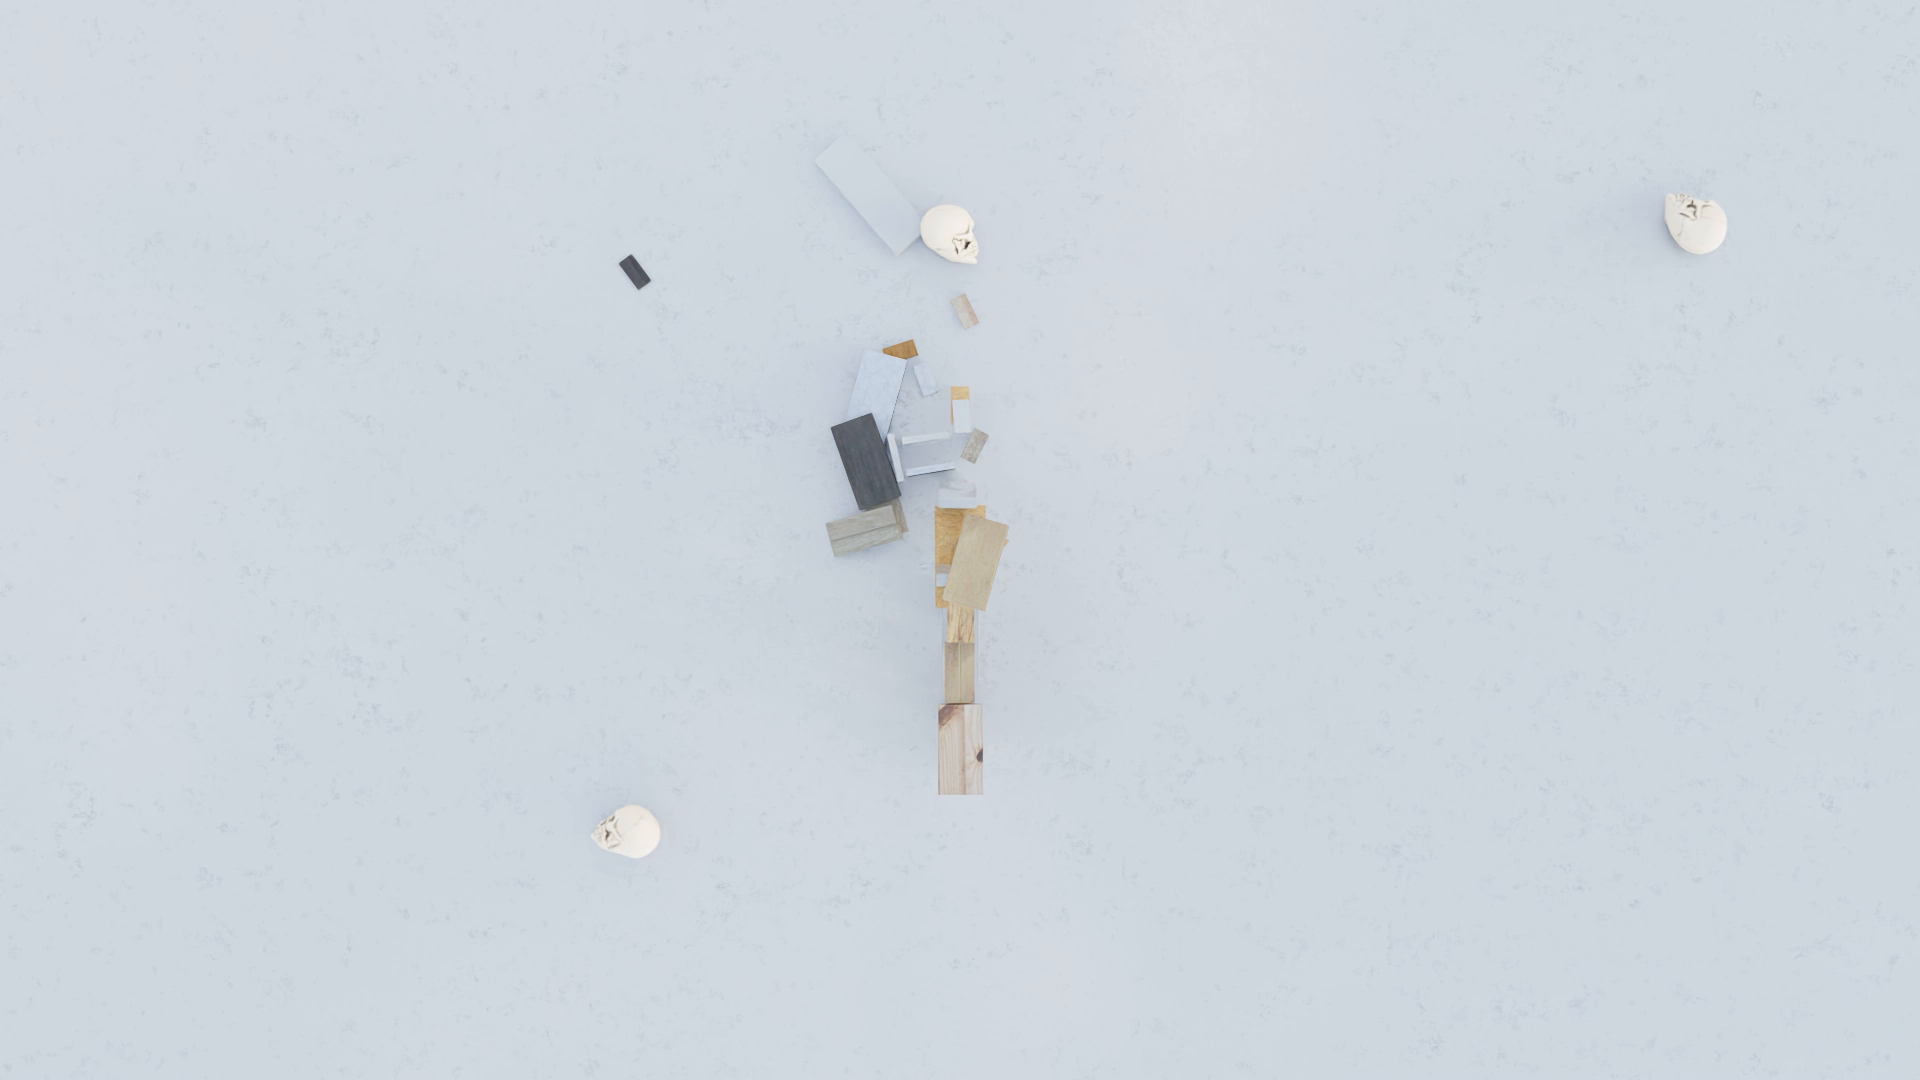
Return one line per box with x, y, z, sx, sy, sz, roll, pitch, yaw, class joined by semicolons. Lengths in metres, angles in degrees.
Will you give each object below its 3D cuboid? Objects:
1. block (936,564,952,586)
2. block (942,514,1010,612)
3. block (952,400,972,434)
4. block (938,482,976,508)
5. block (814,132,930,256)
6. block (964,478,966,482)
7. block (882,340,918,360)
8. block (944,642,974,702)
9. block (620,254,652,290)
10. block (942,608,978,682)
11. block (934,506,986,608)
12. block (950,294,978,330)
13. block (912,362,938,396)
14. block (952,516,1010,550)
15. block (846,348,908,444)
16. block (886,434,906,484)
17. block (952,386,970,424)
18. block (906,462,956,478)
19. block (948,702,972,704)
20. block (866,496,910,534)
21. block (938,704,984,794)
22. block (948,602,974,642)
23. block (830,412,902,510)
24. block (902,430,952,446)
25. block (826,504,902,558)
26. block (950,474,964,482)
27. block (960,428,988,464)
-0.003;0.106;5.004;0.131;0.263;0.037;0;95;0;block
0.046;0.066;4.853;0.131;0.037;0.263;16;89;0;block
0.005;-0.402;5.357;0.054;0.015;0.107;-4;90;0;block
-0.007;-0.144;5.234;0.118;0.311;0.034;1;101;0;block
-0.293;-1.149;5.479;0.145;0.041;0.415;-41;90;0;block
-0.005;-0.194;5.452;0.048;0.096;0.014;1;89;0;block
-0.199;-0.626;5.492;0.109;0.015;0.054;-18;90;0;block
-0.001;0.404;5.034;0.092;0.026;0.184;0;90;0;block
-1.082;-0.892;5.492;0.054;0.015;0.109;-37;90;0;block
0.000;0.333;5.247;0.118;0.033;0.236;0;90;0;block
0.002;0.052;5.159;0.159;0.045;0.319;0;90;0;block
0.016;-0.761;5.492;0.054;0.015;0.109;-26;90;0;block
-0.114;-0.536;5.492;0.054;0.015;0.107;-21;90;0;block
0.060;0.011;5.005;0.131;0.263;0.037;-46;107;0;block
-0.282;-0.474;5.471;0.145;0.041;0.291;16;93;0;block
-0.211;-0.271;5.460;0.023;0.081;0.161;-13;90;0;block
0.001;-0.440;5.373;0.059;0.017;0.119;0;90;0;block
-0.096;-0.234;5.460;0.161;0.081;0.023;-9;90;0;block
0.000;0.535;5.331;0.079;0.022;0.158;0;90;0;block
-0.260;-0.126;5.483;0.118;0.034;0.237;-16;90;0;block
0.002;0.637;5.027;0.137;0.039;0.274;0;90;0;block
0.003;0.225;4.961;0.082;0.023;0.164;0;90;0;block
-0.310;-0.258;5.440;0.145;0.041;0.291;-19;92;2;block
-0.110;-0.338;5.460;0.161;0.081;0.023;-8;90;0;block
-0.317;-0.030;5.455;0.237;0.034;0.118;-15;90;14;block
-0.008;-0.165;5.397;0.048;0.014;0.096;0;90;0;block
0.050;-0.313;5.492;0.054;0.015;0.107;27;90;0;block
